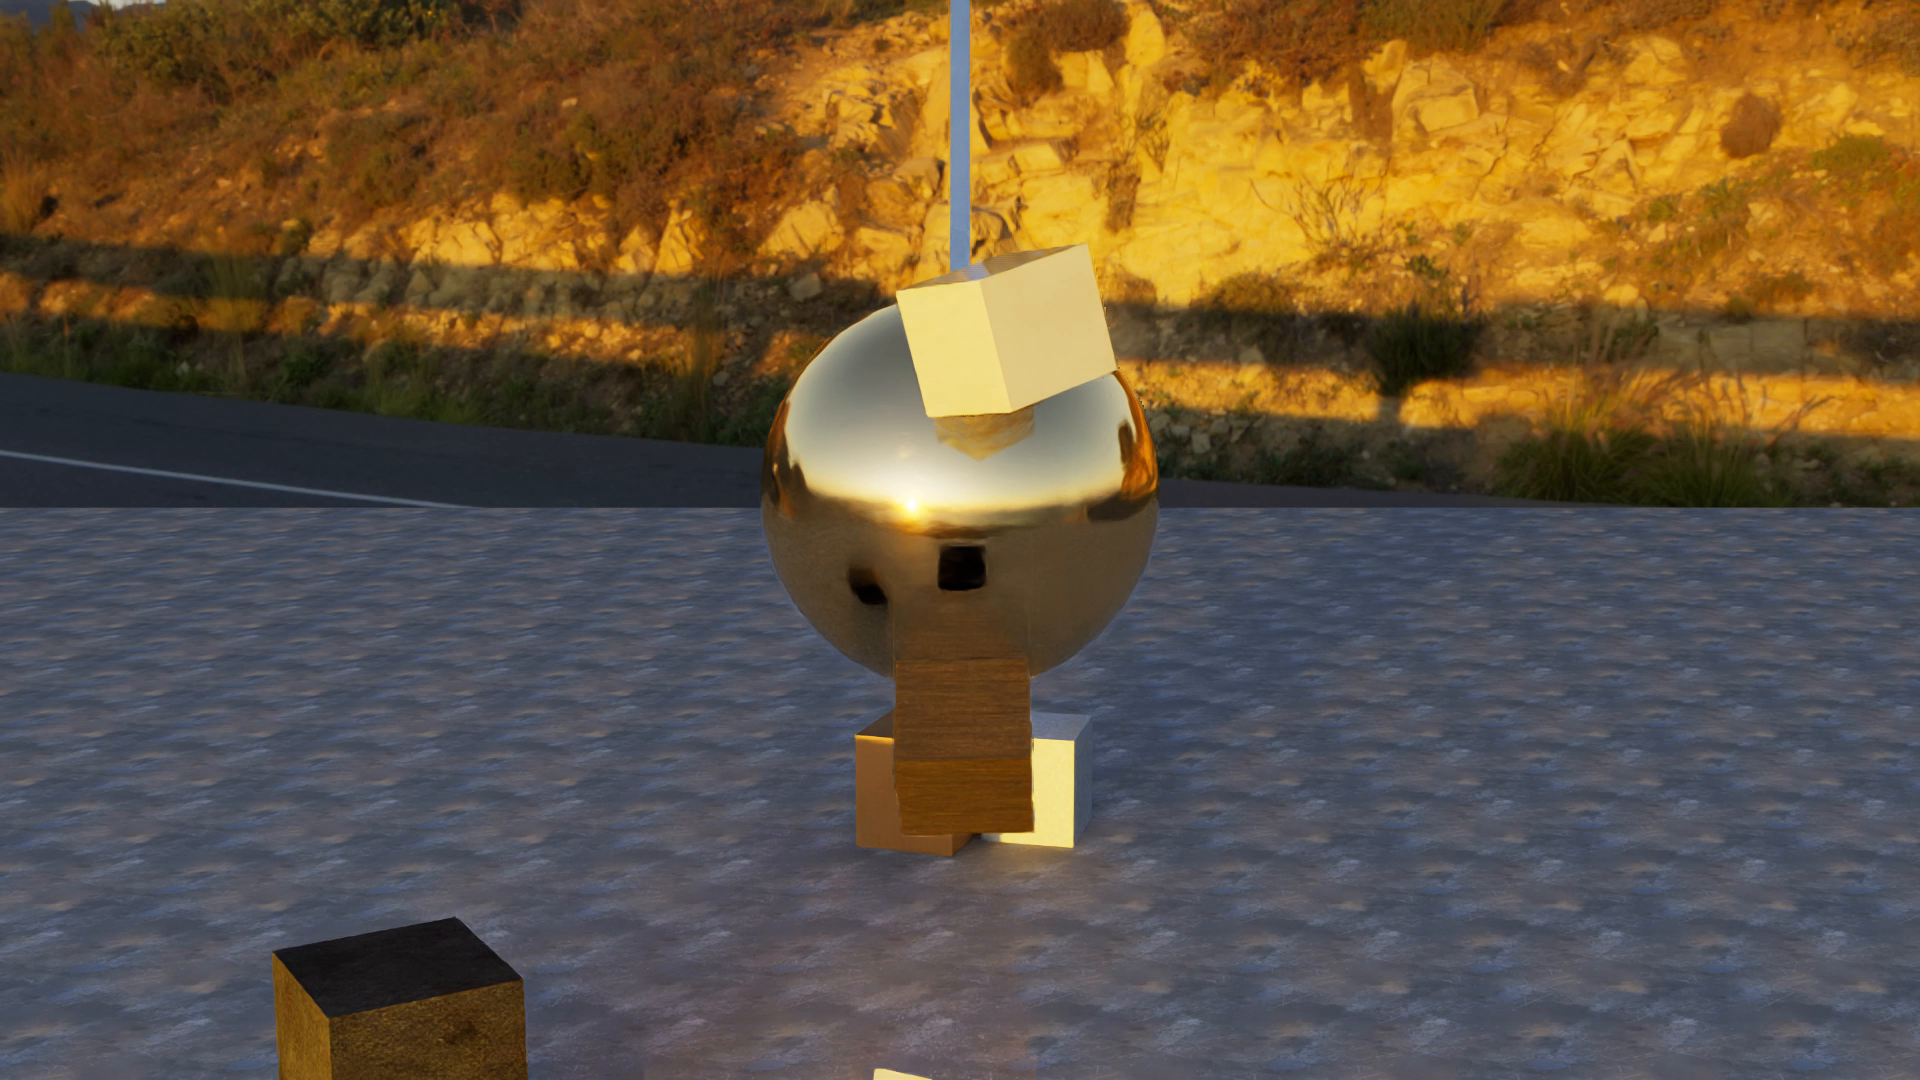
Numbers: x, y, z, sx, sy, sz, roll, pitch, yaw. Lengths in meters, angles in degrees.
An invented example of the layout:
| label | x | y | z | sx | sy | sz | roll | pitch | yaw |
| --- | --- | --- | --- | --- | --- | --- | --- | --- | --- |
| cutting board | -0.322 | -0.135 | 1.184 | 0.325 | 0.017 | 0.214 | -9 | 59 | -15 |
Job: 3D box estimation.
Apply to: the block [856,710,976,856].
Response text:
| label | x | y | z | sx | sy | sz | roll | pitch | yaw |
| --- | --- | --- | --- | --- | --- | --- | --- | --- | --- |
| block | -0.192 | 1.226 | 11.206 | 0.510 | 0.578 | 0.549 | 4 | 11 | 19 |

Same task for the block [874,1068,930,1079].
| label | x | y | z | sx | sy | sz | roll | pitch | yaw |
| --- | --- | --- | --- | --- | --- | --- | --- | --- | --- |
| block | -0.039 | 1.929 | 6.712 | 0.506 | 0.499 | 0.626 | 11 | -16 | 6 |

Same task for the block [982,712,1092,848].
| label | x | y | z | sx | sy | sz | roll | pitch | yaw |
| --- | --- | --- | --- | --- | --- | --- | --- | --- | --- |
| block | 0.399 | 1.220 | 11.311 | 0.476 | 0.552 | 0.515 | 3 | 11 | 14 |

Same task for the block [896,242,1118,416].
| label | x | y | z | sx | sy | sz | roll | pitch | yaw |
| --- | --- | --- | --- | --- | --- | --- | --- | --- | --- |
| block | 0.165 | -0.743 | 7.798 | 0.522 | 0.463 | 0.462 | -24 | 15 | -37 |

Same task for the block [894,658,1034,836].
| label | x | y | z | sx | sy | sz | roll | pitch | yaw |
| --- | --- | --- | --- | --- | --- | --- | --- | --- | --- |
| block | 0.018 | 0.705 | 7.471 | 0.447 | 0.458 | 0.403 | -2 | 51 | 2 |

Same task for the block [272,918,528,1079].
| label | x | y | z | sx | sy | sz | roll | pitch | yaw |
| --- | --- | --- | --- | --- | --- | --- | --- | --- | --- |
| block | -1.994 | 1.812 | 7.835 | 0.678 | 0.631 | 0.724 | -6 | 12 | -31 |

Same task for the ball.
| label | x | y | z | sx | sy | sz | roll | pitch | yaw |
| --- | --- | --- | --- | --- | --- | --- | --- | --- | --- |
| ball | 0.000 | -0.190 | 8.810 | 1.600 | 1.600 | 1.600 | 0 | 10 | 0 |

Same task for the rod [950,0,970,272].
| label | x | y | z | sx | sy | sz | roll | pitch | yaw |
| --- | --- | --- | --- | --- | --- | --- | --- | --- | --- |
| rod | 0.000 | -3.513 | 9.529 | 0.080 | 5.200 | 0.080 | 0 | -12 | 0 |
